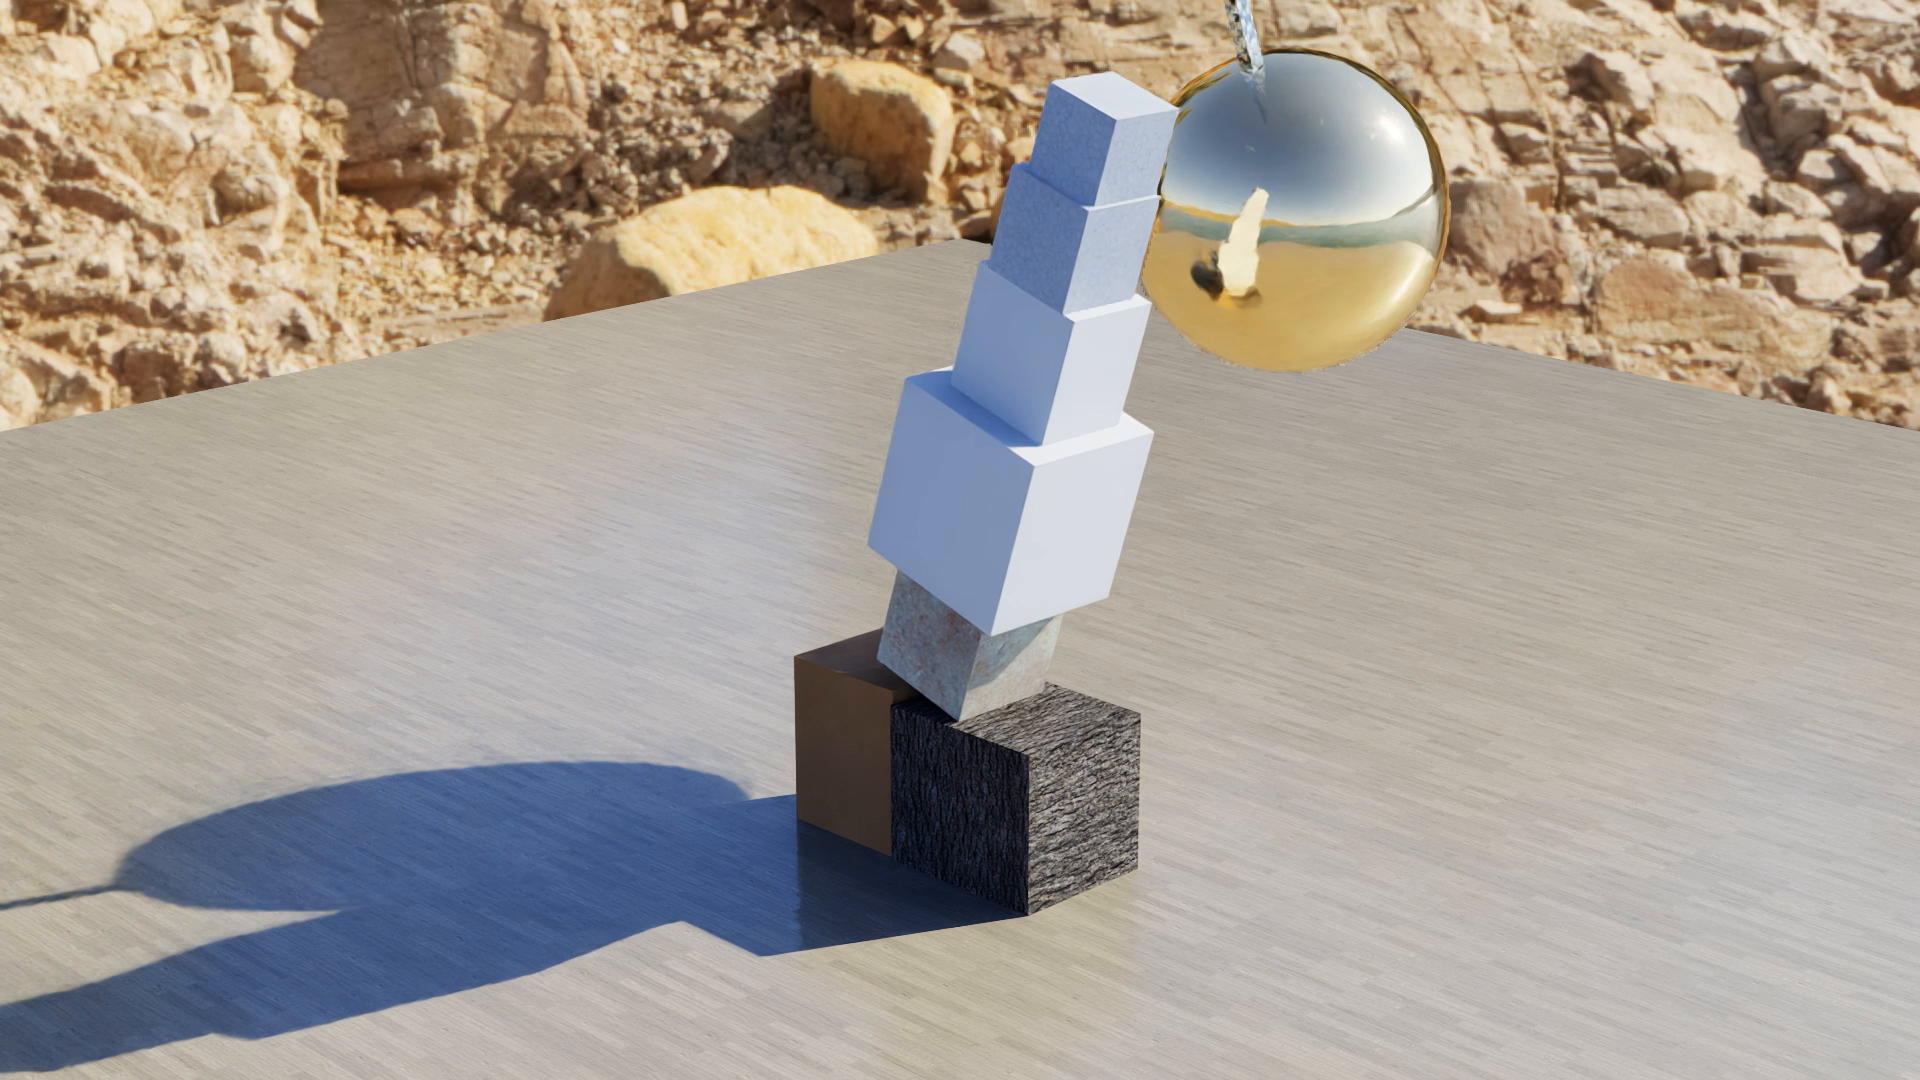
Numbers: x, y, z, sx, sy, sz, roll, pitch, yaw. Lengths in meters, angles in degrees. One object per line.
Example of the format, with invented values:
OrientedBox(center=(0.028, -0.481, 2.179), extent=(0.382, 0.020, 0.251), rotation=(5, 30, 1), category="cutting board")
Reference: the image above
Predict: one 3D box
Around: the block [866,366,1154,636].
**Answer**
OrientedBox(center=(0.216, -0.225, 13.039), extent=(0.762, 0.866, 0.818), rotation=(-17, 41, -43), category="block")

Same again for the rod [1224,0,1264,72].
OrientedBox(center=(0.703, -4.352, 12.711), extent=(0.080, 5.200, 0.080), rotation=(17, 46, 42), category="rod")

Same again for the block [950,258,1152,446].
OrientedBox(center=(0.388, -0.848, 12.689), extent=(0.488, 0.603, 0.584), rotation=(-17, 41, -43), category="block")

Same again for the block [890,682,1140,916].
OrientedBox(center=(0.251, 1.135, 13.454), extent=(0.731, 0.766, 0.878), rotation=(-17, 24, -42), category="block")

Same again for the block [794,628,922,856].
OrientedBox(center=(-0.304, 0.940, 13.976), extent=(0.685, 0.826, 0.675), rotation=(-17, 24, -42), category="block")

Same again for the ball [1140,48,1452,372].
OrientedBox(center=(1.623, -1.631, 14.530), extent=(1.600, 1.600, 1.600), rotation=(0, 17, 0), category="ball")

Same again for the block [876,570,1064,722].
OrientedBox(center=(0.058, 0.383, 13.386), extent=(0.546, 0.568, 0.562), rotation=(-17, 41, -42), category="block")

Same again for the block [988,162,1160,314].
OrientedBox(center=(0.479, -1.302, 12.404), extent=(0.442, 0.482, 0.460), rotation=(-17, 41, -42), category="block")

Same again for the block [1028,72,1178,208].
OrientedBox(center=(0.595, -1.669, 12.193), extent=(0.386, 0.394, 0.389), rotation=(-17, 42, -43), category="block")
